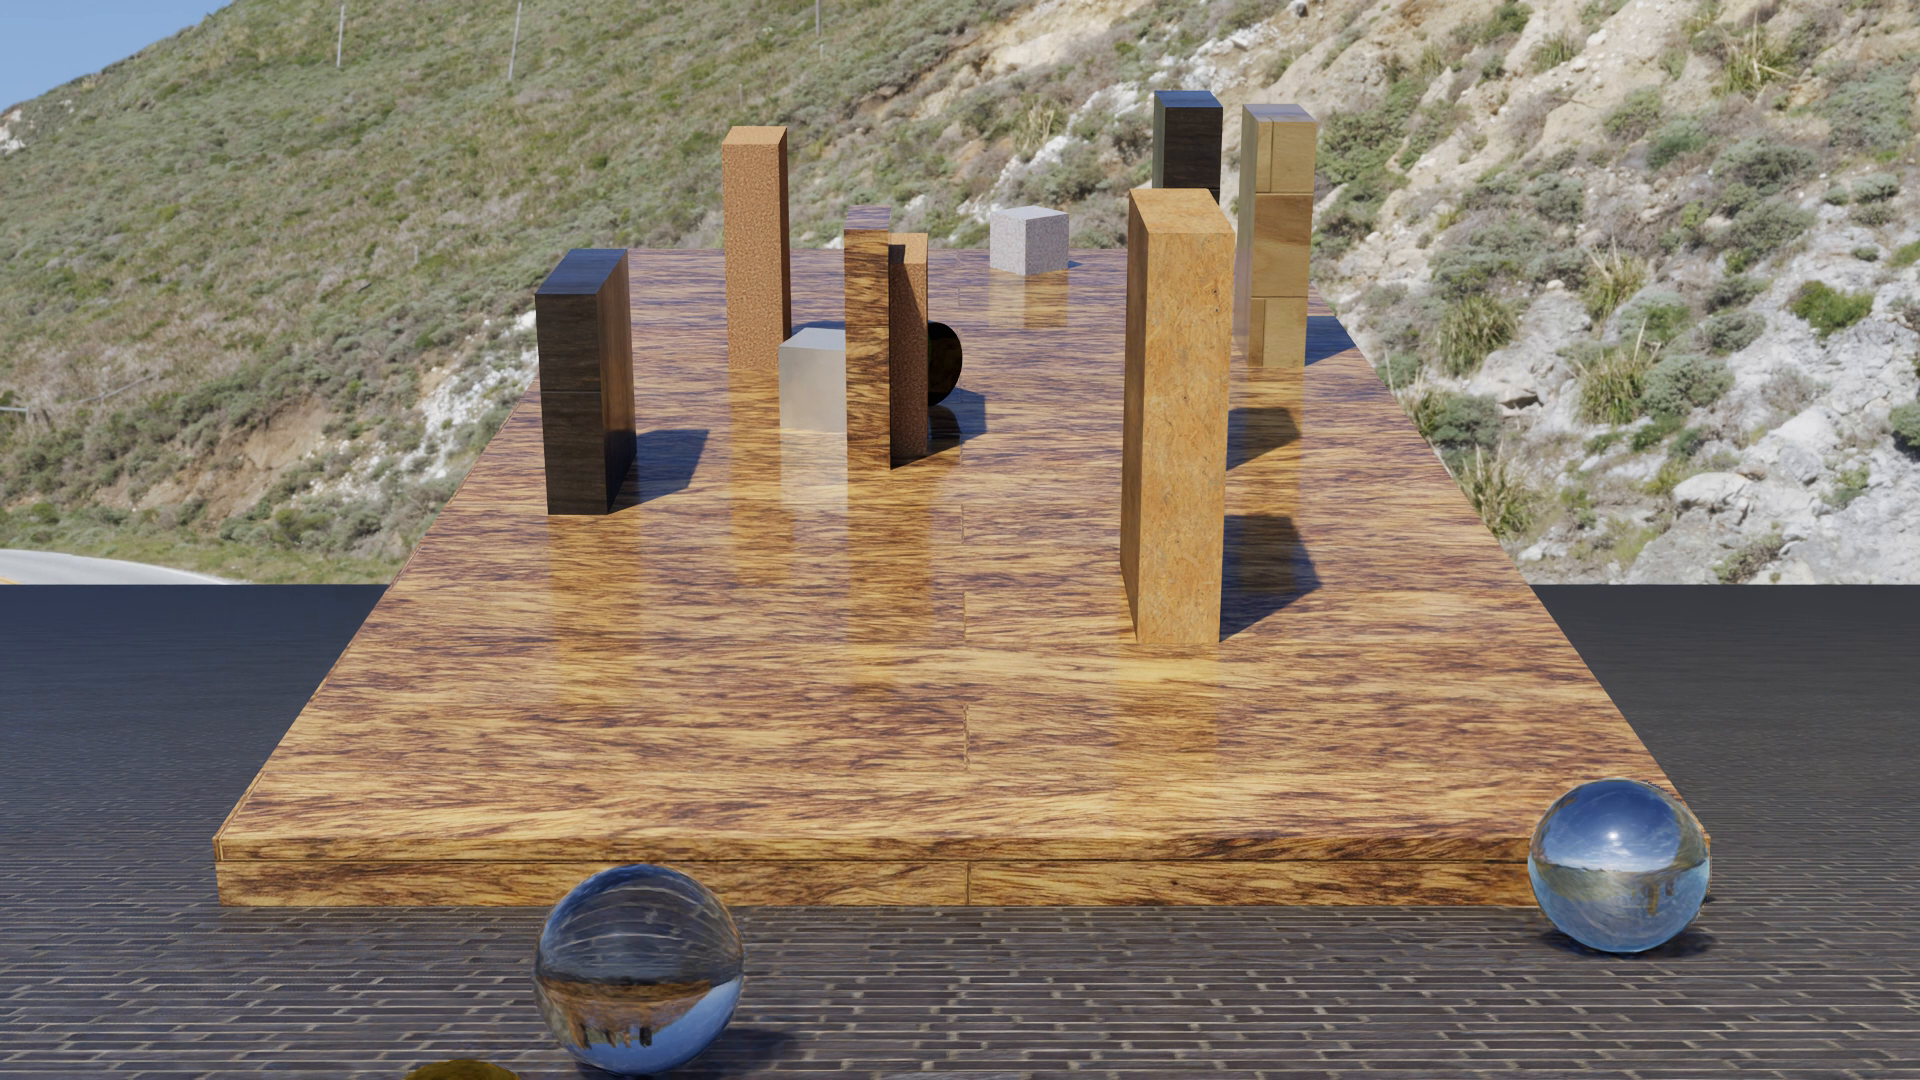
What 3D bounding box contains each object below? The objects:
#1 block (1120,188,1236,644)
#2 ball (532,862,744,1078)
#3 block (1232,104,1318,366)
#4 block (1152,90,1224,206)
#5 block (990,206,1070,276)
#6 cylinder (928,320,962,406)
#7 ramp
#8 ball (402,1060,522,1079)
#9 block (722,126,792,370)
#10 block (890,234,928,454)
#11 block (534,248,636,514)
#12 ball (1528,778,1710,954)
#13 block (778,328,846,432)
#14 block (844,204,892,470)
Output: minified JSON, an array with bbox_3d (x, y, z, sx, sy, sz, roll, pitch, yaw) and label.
[{"bbox_3d":[0.357,-0.216,3.760,0.134,0.678,0.400,0,19,0],"label":"block"},{"bbox_3d":[-0.286,0.382,2.000,0.187,0.187,0.187,0,-1,0],"label":"ball"},{"bbox_3d":[0.763,-0.746,5.473,0.136,0.587,0.308,0,19,0],"label":"block"},{"bbox_3d":[0.449,-0.516,4.544,0.111,0.746,0.246,0,19,0],"label":"block"},{"bbox_3d":[0.201,-0.867,6.497,0.162,0.162,0.162,-14,23,-35],"label":"block"},{"bbox_3d":[-0.130,-0.417,5.111,0.193,0.193,0.193,1,13,-43],"label":"cylinder"},{"bbox_3d":[-0.004,-0.194,4.909,2.000,0.100,4.000,0,19,0],"label":"ramp"},{"bbox_3d":[-0.323,0.401,1.444,0.131,0.131,0.131,0,-1,0],"label":"ball"},{"bbox_3d":[-0.489,-0.710,5.440,0.132,0.538,0.289,0,19,0],"label":"block"},{"bbox_3d":[-0.114,-0.423,4.795,0.089,0.407,0.324,0,19,0],"label":"block"},{"bbox_3d":[-0.735,-0.321,4.451,0.115,0.433,0.427,0,19,0],"label":"block"},{"bbox_3d":[0.776,0.384,2.650,0.206,0.206,0.206,0,-1,0],"label":"ball"},{"bbox_3d":[-0.281,-0.352,4.935,0.182,0.182,0.182,5,19,14],"label":"block"},{"bbox_3d":[-0.187,-0.422,4.649,0.087,0.498,0.274,0,19,0],"label":"block"}]
